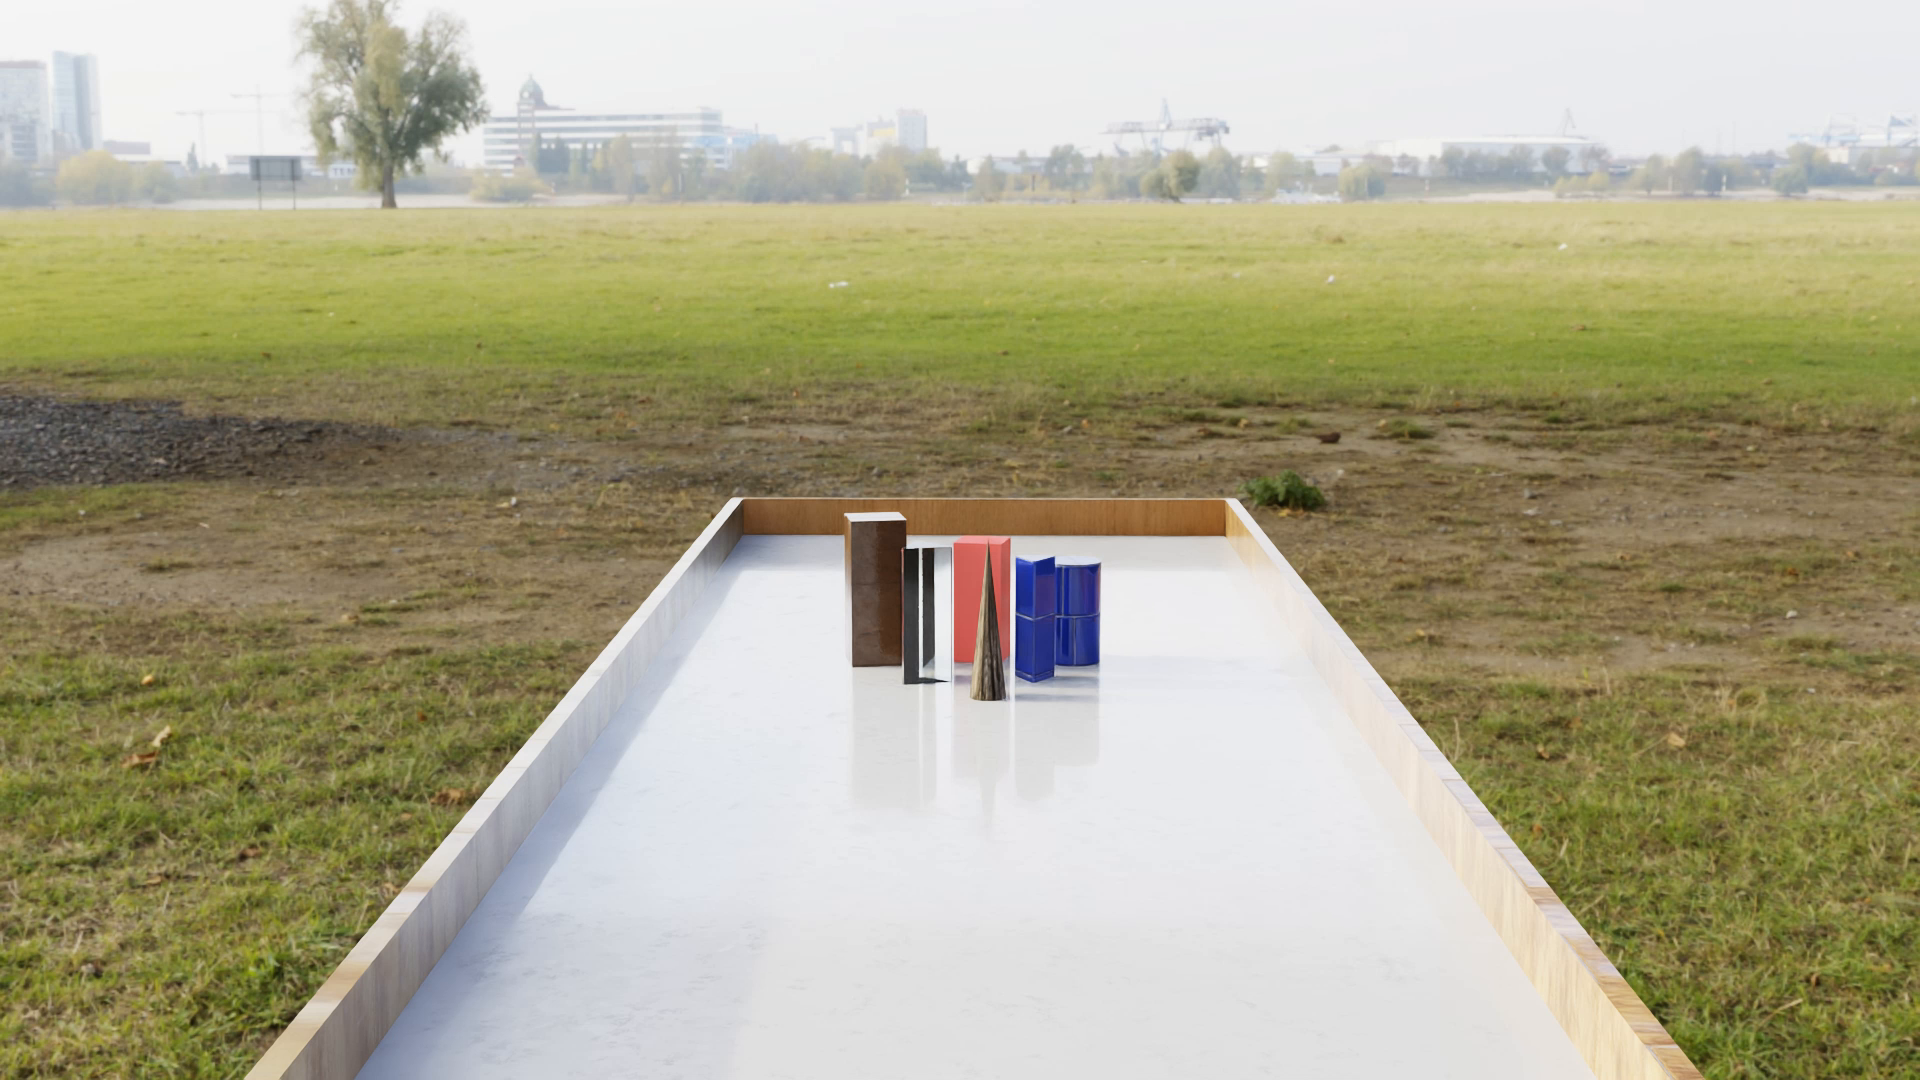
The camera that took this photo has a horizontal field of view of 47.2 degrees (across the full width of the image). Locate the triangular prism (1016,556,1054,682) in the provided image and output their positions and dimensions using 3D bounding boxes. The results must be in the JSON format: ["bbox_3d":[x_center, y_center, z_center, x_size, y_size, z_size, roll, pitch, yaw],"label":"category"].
[{"bbox_3d":[0.205,0.226,6.434,0.099,0.359,0.114,6,11,33],"label":"triangular prism"}]

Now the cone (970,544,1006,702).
[{"bbox_3d":[0.079,0.217,6.175,0.103,0.459,0.103,0,9,0],"label":"cone"}]

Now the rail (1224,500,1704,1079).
[{"bbox_3d":[1.046,0.843,3.208,0.050,0.150,12.000,0,9,1],"label":"rail"}]

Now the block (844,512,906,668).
[{"bbox_3d":[-0.256,0.148,6.658,0.167,0.443,0.167,-2,9,-10],"label":"block"}]

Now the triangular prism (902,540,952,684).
[{"bbox_3d":[-0.110,0.209,6.417,0.147,0.399,0.127,-2,9,-14],"label":"triangular prism"}]

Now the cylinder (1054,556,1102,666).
[{"bbox_3d":[0.343,0.214,6.667,0.169,0.310,0.169,0,9,0],"label":"cylinder"}]

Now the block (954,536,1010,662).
[{"bbox_3d":[0.068,0.180,6.700,0.146,0.366,0.146,2,9,13],"label":"block"}]

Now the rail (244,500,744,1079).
[{"bbox_3d":[-1.004,0.839,3.234,0.050,0.150,12.000,0,9,1],"label":"rail"}]

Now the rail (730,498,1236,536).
[{"bbox_3d":[0.099,-0.098,9.147,2.100,0.150,0.050,0,9,1],"label":"rail"}]
